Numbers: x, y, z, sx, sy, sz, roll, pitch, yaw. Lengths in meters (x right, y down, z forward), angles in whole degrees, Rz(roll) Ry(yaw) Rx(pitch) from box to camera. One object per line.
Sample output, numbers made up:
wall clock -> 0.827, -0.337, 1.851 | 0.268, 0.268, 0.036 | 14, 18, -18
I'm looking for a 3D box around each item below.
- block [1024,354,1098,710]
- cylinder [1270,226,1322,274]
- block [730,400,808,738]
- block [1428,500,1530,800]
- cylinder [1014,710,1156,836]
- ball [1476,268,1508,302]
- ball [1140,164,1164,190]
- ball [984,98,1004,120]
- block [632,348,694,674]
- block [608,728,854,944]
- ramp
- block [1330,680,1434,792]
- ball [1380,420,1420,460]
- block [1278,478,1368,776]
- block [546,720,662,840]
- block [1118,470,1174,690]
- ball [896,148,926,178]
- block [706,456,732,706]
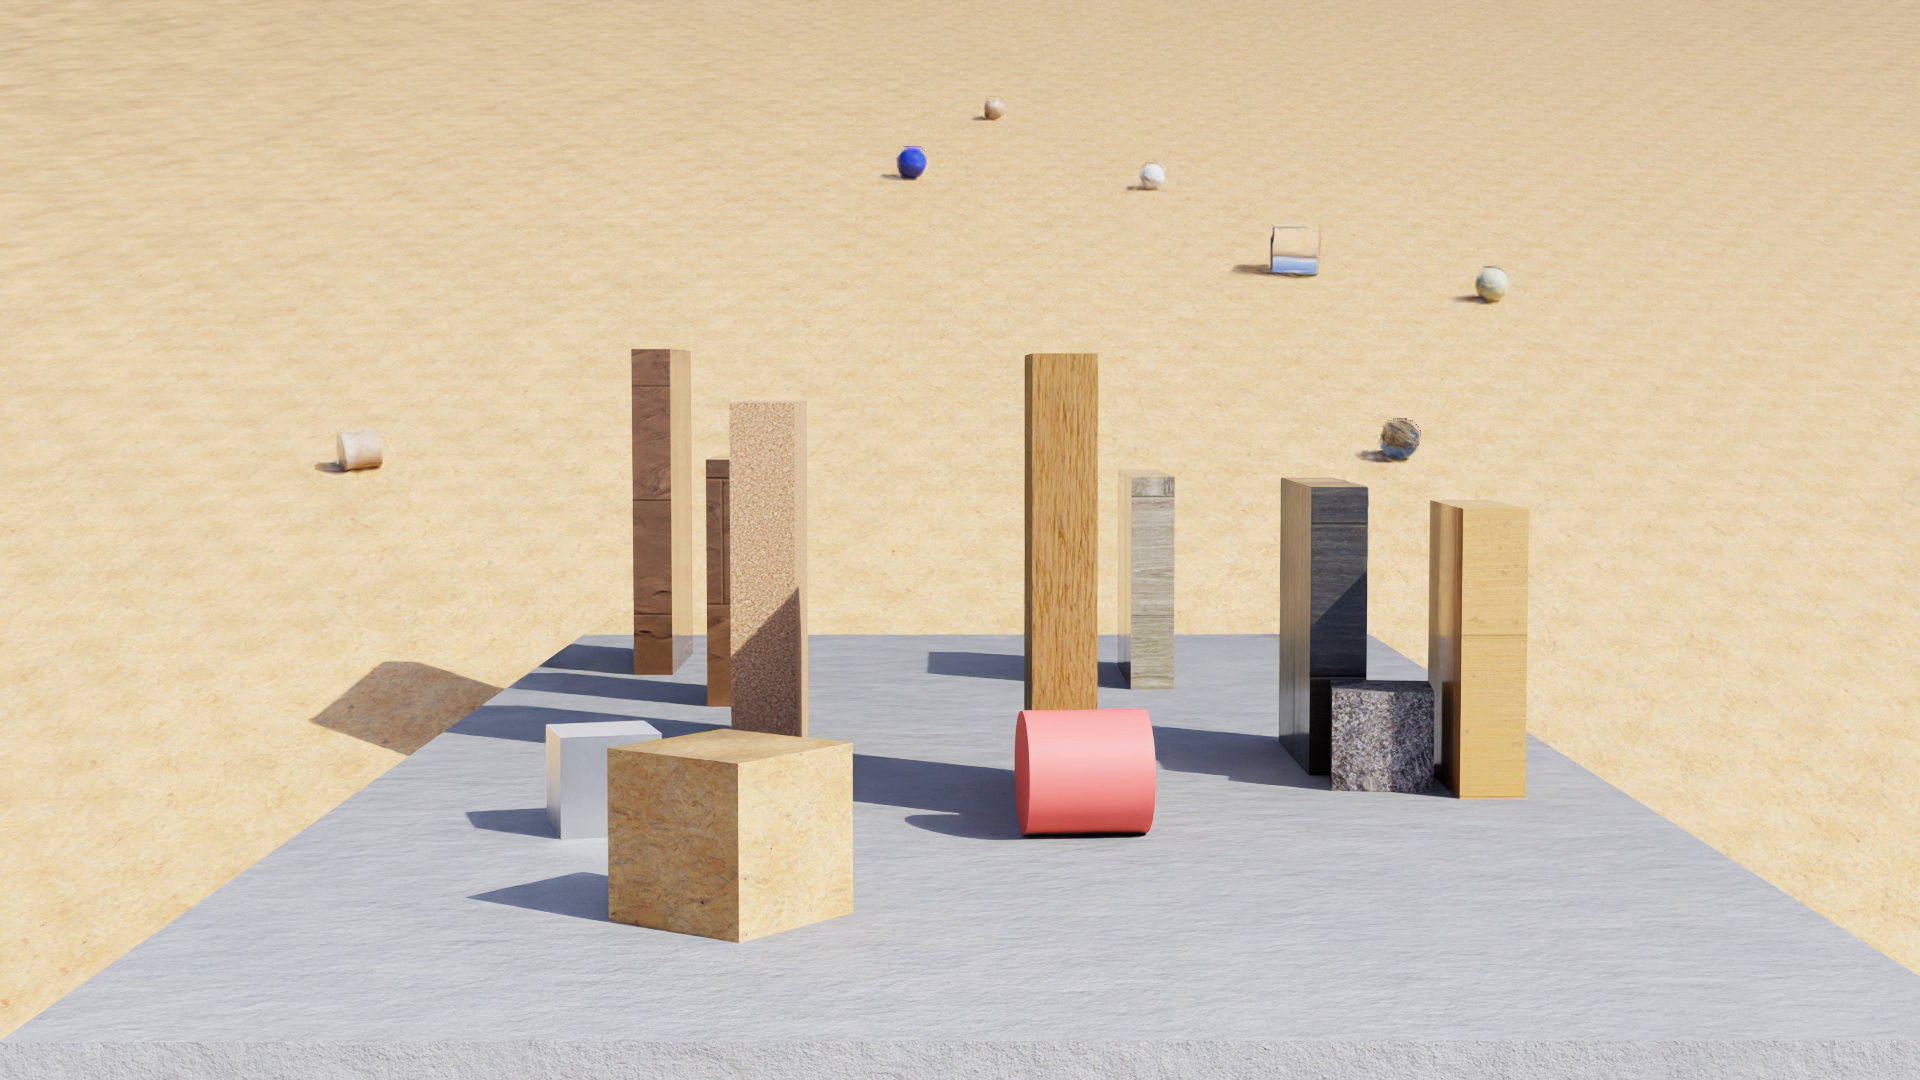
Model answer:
block -> 0.153, 0.058, 3.972 | 0.096, 0.689, 0.423 | 0, 4, 0
cylinder -> 1.374, -1.186, 10.505 | 0.190, 0.190, 0.190 | 4, 20, 11
block -> -0.334, 0.062, 4.520 | 0.109, 0.611, 0.372 | 0, 4, 0
block -> 0.826, 0.168, 4.110 | 0.102, 0.451, 0.278 | 0, 4, 0
cylinder -> 0.177, 0.333, 3.686 | 0.178, 0.178, 0.178 | 0, 20, -6
ball -> 2.090, -1.004, 10.086 | 0.131, 0.131, 0.131 | 0, 20, 0
ball -> 0.903, -1.707, 12.062 | 0.119, 0.119, 0.119 | 0, 20, 0
ball -> 0.183, -2.306, 13.740 | 0.114, 0.114, 0.114 | 0, 20, 0
block -> -0.675, -0.074, 5.843 | 0.085, 0.715, 0.441 | 0, 4, 0
block -> -0.278, 0.353, 3.115 | 0.210, 0.210, 0.210 | 3, 5, 36
ramp -> 0.046, 0.418, 4.535 | 2.000, 0.100, 4.000 | 0, 4, 0
block -> 0.676, 0.314, 4.126 | 0.159, 0.159, 0.159 | 0, 4, 7
ball -> 1.401, -0.318, 8.182 | 0.126, 0.126, 0.126 | 0, 20, 0
block -> 0.620, 0.138, 4.402 | 0.093, 0.475, 0.393 | 0, 4, 0
block -> -0.517, 0.347, 3.725 | 0.146, 0.146, 0.146 | -1, 4, -17
block -> 0.402, 0.077, 5.586 | 0.090, 0.445, 0.442 | 0, 4, 0
ball -> -0.232, -1.805, 12.296 | 0.147, 0.147, 0.147 | 0, 20, 0
block -> -0.454, 0.078, 5.219 | 0.098, 0.492, 0.264 | 0, 4, 0
